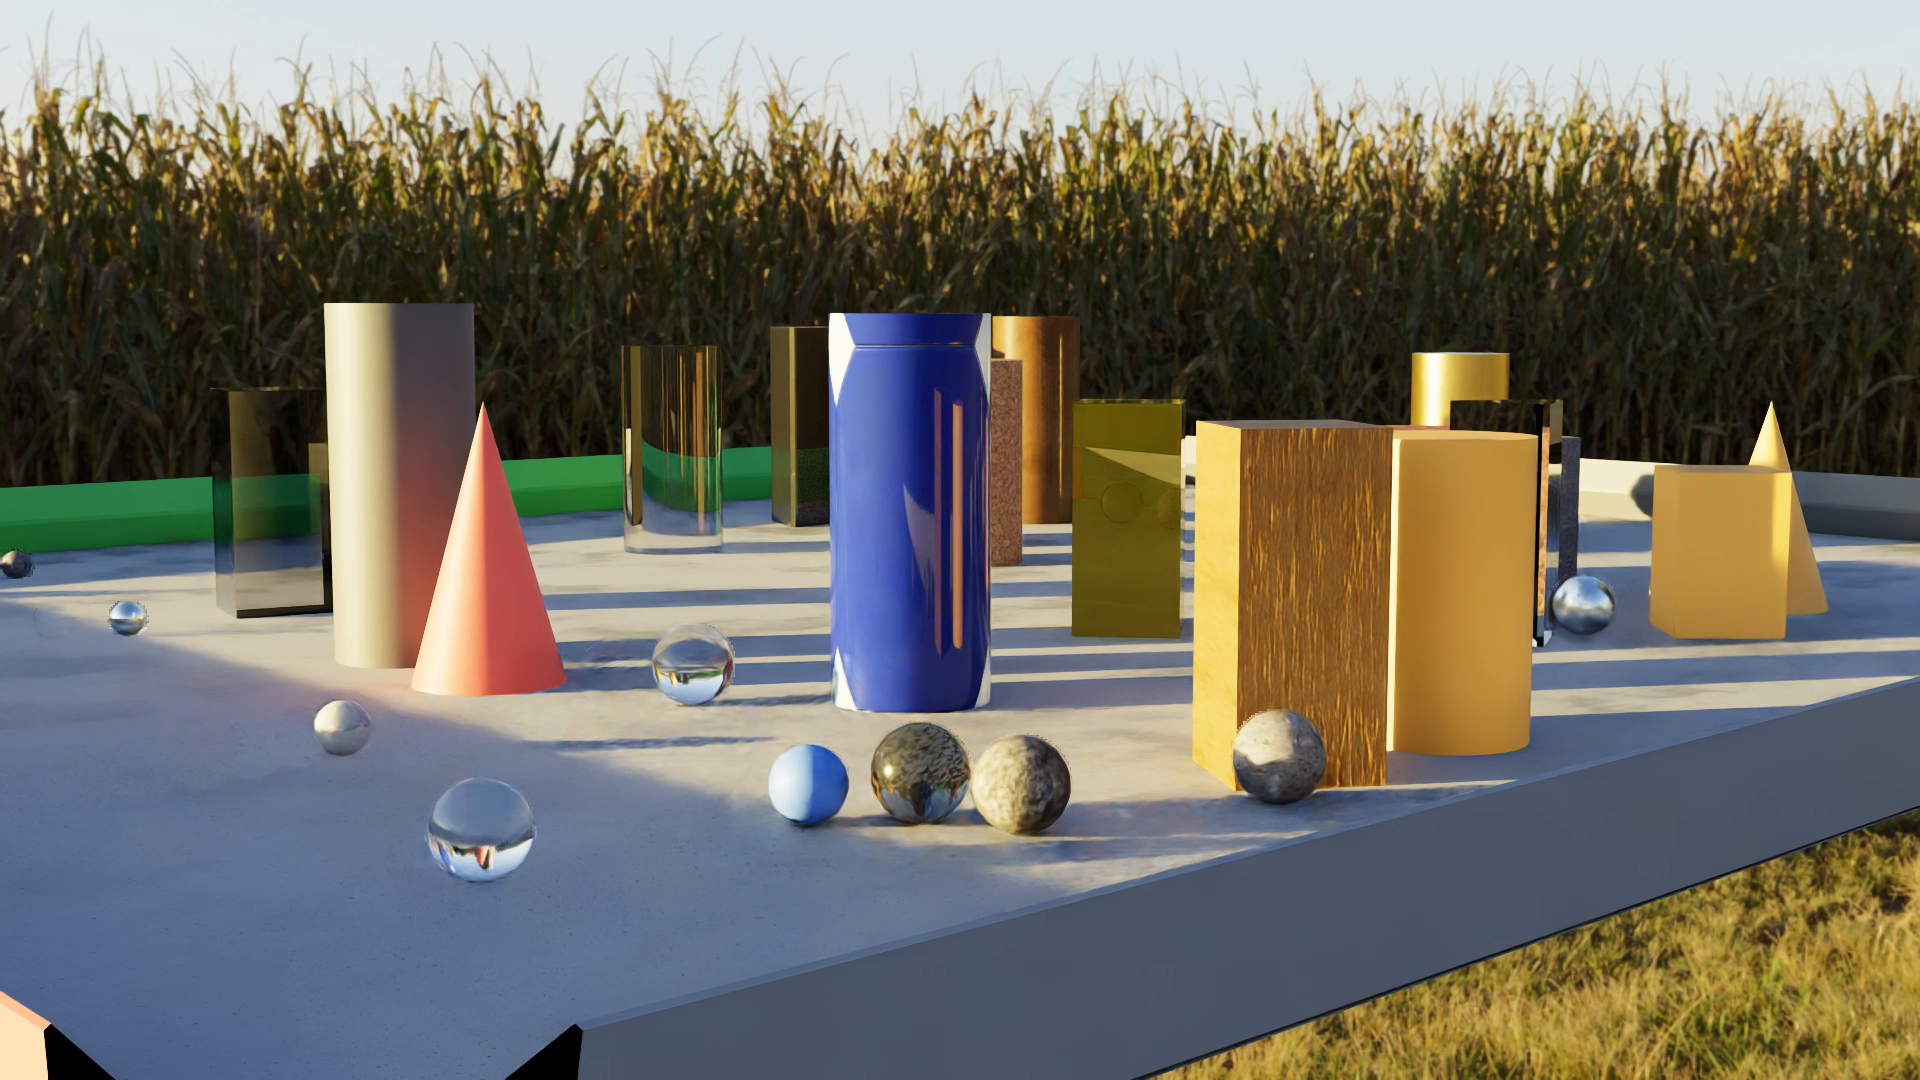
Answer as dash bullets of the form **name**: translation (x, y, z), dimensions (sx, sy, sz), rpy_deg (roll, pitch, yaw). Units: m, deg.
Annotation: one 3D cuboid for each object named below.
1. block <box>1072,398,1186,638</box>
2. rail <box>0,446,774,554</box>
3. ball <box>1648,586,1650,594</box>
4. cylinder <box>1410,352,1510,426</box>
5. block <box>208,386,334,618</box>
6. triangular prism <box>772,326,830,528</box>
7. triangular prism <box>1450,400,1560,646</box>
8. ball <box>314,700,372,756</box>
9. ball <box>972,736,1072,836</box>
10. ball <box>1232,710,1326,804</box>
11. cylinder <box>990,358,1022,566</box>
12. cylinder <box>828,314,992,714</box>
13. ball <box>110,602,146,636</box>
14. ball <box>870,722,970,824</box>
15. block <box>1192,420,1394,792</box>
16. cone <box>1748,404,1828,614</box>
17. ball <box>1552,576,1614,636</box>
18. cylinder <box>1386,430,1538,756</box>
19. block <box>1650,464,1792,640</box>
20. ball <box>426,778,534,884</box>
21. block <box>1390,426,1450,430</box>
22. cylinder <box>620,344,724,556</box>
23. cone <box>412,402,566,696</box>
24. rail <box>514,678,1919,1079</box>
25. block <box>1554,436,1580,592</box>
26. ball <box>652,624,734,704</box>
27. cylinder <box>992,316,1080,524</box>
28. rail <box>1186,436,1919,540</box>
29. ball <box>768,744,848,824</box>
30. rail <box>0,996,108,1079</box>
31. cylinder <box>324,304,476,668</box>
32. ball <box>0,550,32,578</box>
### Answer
- **block**: translation (0.232, -0.033, 3.011), dimensions (0.145, 0.314, 0.145), rpy_deg (1, 6, 8)
- **rail**: translation (-1.071, -0.093, 4.487), dimensions (3.786, 0.118, 0.045), rpy_deg (-6, 8, -42)
- **ball**: translation (1.051, 0.075, 3.288), dimensions (0.041, 0.041, 0.041), rpy_deg (0, 6, 0)
- **cylinder**: translation (0.944, -0.176, 4.165), dimensions (0.181, 0.354, 0.181), rpy_deg (0, 6, 0)
- **block**: translation (-1.002, -0.059, 3.211), dimensions (0.145, 0.323, 0.145), rpy_deg (-3, 7, -29)
- **triangular prism**: translation (-0.336, -0.235, 4.500), dimensions (0.136, 0.400, 0.157), rpy_deg (5, 8, 40)
- **triangular prism**: translation (0.762, -0.029, 2.960), dimensions (0.136, 0.317, 0.157), rpy_deg (-5, 8, -39)
- **ball**: translation (-0.611, 0.186, 2.178), dimensions (0.056, 0.056, 0.056), rpy_deg (0, 6, 0)
- **ball**: translation (0.052, 0.207, 1.854), dimensions (0.084, 0.084, 0.084), rpy_deg (0, 6, 0)
- **ball**: translation (0.285, 0.195, 1.966), dimensions (0.084, 0.084, 0.084), rpy_deg (0, 6, 0)
- **cylinder**: translation (0.018, -0.137, 3.816), dimensions (0.181, 0.351, 0.181), rpy_deg (0, 6, 0)
- **cylinder**: translation (-0.056, -0.036, 2.469), dimensions (0.181, 0.435, 0.181), rpy_deg (0, 6, 0)
- **ball**: translation (-1.124, 0.106, 2.969), dimensions (0.046, 0.046, 0.046), rpy_deg (0, 6, 0)
- **ball**: translation (-0.034, 0.201, 1.895), dimensions (0.087, 0.087, 0.087), rpy_deg (0, 6, 0)
- **block**: translation (0.312, 0.057, 2.086), dimensions (0.145, 0.333, 0.145), rpy_deg (-1, 6, -10)
- **cone**: translation (1.192, -0.053, 3.245), dimensions (0.181, 0.304, 0.181), rpy_deg (0, 6, 0)
- **ball**: translation (0.835, 0.087, 2.944), dimensions (0.080, 0.080, 0.080), rpy_deg (0, 6, 0)
- **cylinder**: translation (0.495, 0.049, 2.255), dimensions (0.181, 0.312, 0.181), rpy_deg (0, 6, 0)
- **block**: translation (1.037, 0.014, 3.007), dimensions (0.145, 0.222, 0.145), rpy_deg (0, 6, 5)
- **ball**: translation (-0.370, 0.224, 1.699), dimensions (0.081, 0.081, 0.081), rpy_deg (0, 6, 0)
- **block**: translation (0.702, -0.037, 3.299), dimensions (0.145, 0.262, 0.145), rpy_deg (0, 6, 4)
- **cylinder**: translation (-0.523, -0.167, 3.999), dimensions (0.181, 0.372, 0.181), rpy_deg (0, 6, 0)
- **cone**: translation (-0.557, 0.003, 2.586), dimensions (0.181, 0.333, 0.181), rpy_deg (0, 6, 0)
- **rail**: translation (1.071, 0.154, 2.178), dimensions (3.786, 0.118, 0.045), rpy_deg (-6, 8, -42)
- **block**: translation (0.874, -0.045, 3.479), dimensions (0.145, 0.239, 0.145), rpy_deg (-2, 6, -19)
- **ball**: translation (-0.298, 0.139, 2.456), dimensions (0.091, 0.091, 0.091), rpy_deg (0, 6, 0)
- **cylinder**: translation (0.158, -0.251, 4.546), dimensions (0.181, 0.421, 0.181), rpy_deg (0, 6, 0)
- **rail**: translation (1.374, -0.104, 4.593), dimensions (0.045, 0.118, 3.207), rpy_deg (-6, 8, -42)
- **ball**: translation (-0.130, 0.210, 1.890), dimensions (0.069, 0.069, 0.069), rpy_deg (0, 6, 0)
- **rail**: translation (-1.374, 0.165, 2.072), dimensions (0.045, 0.118, 3.207), rpy_deg (-6, 8, -42)
- **cylinder**: translation (-0.700, -0.073, 2.768), dimensions (0.181, 0.446, 0.181), rpy_deg (0, 6, 0)
- **ball**: translation (-1.538, 0.040, 3.586), dimensions (0.047, 0.047, 0.047), rpy_deg (0, 6, 0)
